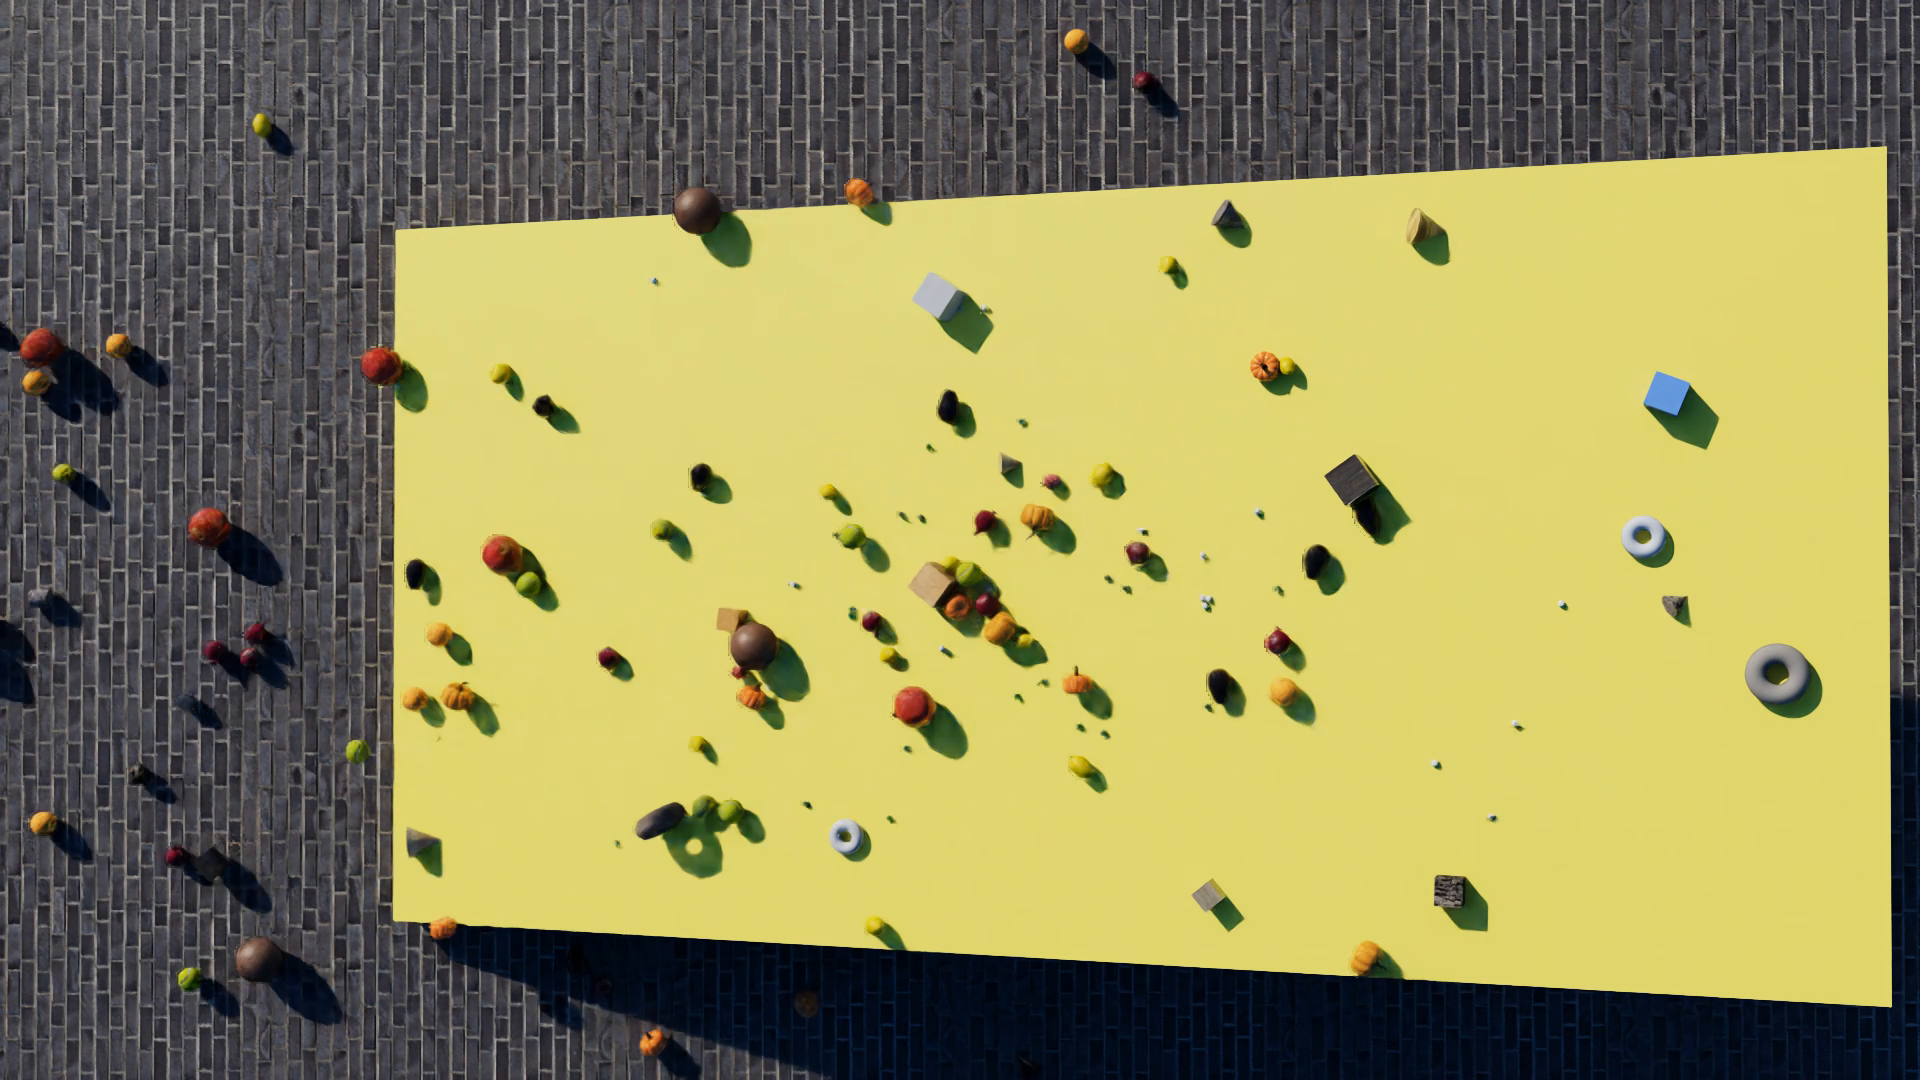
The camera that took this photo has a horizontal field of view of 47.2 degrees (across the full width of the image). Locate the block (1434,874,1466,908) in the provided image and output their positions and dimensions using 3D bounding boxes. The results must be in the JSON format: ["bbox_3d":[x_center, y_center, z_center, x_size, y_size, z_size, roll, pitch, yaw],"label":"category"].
[{"bbox_3d":[1.199,0.860,5.383,0.068,0.068,0.068,1,90,18],"label":"block"}]

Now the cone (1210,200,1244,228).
[{"bbox_3d":[0.693,-0.811,5.591,0.079,0.079,0.079,30,89,-11],"label":"cone"}]

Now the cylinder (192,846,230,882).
[{"bbox_3d":[-2.180,0.944,6.403,0.077,0.077,0.077,-39,96,0],"label":"cylinder"}]

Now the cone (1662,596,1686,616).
[{"bbox_3d":[1.714,0.145,5.245,0.054,0.054,0.054,-27,89,-11],"label":"cone"}]

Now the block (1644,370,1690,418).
[{"bbox_3d":[1.682,-0.347,5.232,0.082,0.082,0.082,23,96,17],"label":"block"}]

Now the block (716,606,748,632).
[{"bbox_3d":[-0.622,0.218,5.998,0.062,0.062,0.062,8,92,18],"label":"block"}]

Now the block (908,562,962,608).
[{"bbox_3d":[-0.067,0.117,5.802,0.087,0.087,0.087,39,101,15],"label":"block"}]

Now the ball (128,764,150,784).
[{"bbox_3d":[-2.401,0.684,6.426,0.059,0.059,0.059,0,89,0],"label":"ball"}]

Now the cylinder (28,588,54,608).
[{"bbox_3d":[-2.689,0.171,6.435,0.054,0.054,0.054,5,89,-8],"label":"cylinder"}]

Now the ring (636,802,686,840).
[{"bbox_3d":[-0.818,0.767,6.004,0.149,0.149,0.050,-31,77,0],"label":"ring"}]

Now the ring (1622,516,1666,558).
[{"bbox_3d":[1.638,-0.007,5.268,0.104,0.035,0.104,0,89,20],"label":"ring"}]

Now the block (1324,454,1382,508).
[{"bbox_3d":[0.975,-0.147,5.458,0.093,0.093,0.093,-37,79,14],"label":"block"}]

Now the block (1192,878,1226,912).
[{"bbox_3d":[0.632,0.901,5.575,0.058,0.058,0.058,-42,77,13],"label":"block"}]

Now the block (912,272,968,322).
[{"bbox_3d":[-0.053,-0.642,5.806,0.092,0.092,0.092,36,100,15],"label":"block"}]

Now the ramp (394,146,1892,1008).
[{"bbox_3d":[0.277,0.092,5.787,4.000,0.100,2.000,0,89,18],"label":"ramp"}]

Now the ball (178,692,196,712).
[{"bbox_3d":[-2.260,0.474,6.430,0.055,0.055,0.055,0,89,0],"label":"ball"}]

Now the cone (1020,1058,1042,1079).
[{"bbox_3d":[0.193,1.536,6.428,0.067,0.067,0.067,-41,63,-1],"label":"cone"}]

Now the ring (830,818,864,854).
[{"bbox_3d":[-0.305,0.796,5.901,0.098,0.033,0.098,0,90,19],"label":"ring"}]

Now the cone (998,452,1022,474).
[{"bbox_3d":[0.135,-0.202,5.771,0.061,0.061,0.061,-2,89,-8],"label":"cone"}]

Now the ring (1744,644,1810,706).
[{"bbox_3d":[1.920,0.315,5.163,0.146,0.049,0.146,0,90,19],"label":"ring"}]
